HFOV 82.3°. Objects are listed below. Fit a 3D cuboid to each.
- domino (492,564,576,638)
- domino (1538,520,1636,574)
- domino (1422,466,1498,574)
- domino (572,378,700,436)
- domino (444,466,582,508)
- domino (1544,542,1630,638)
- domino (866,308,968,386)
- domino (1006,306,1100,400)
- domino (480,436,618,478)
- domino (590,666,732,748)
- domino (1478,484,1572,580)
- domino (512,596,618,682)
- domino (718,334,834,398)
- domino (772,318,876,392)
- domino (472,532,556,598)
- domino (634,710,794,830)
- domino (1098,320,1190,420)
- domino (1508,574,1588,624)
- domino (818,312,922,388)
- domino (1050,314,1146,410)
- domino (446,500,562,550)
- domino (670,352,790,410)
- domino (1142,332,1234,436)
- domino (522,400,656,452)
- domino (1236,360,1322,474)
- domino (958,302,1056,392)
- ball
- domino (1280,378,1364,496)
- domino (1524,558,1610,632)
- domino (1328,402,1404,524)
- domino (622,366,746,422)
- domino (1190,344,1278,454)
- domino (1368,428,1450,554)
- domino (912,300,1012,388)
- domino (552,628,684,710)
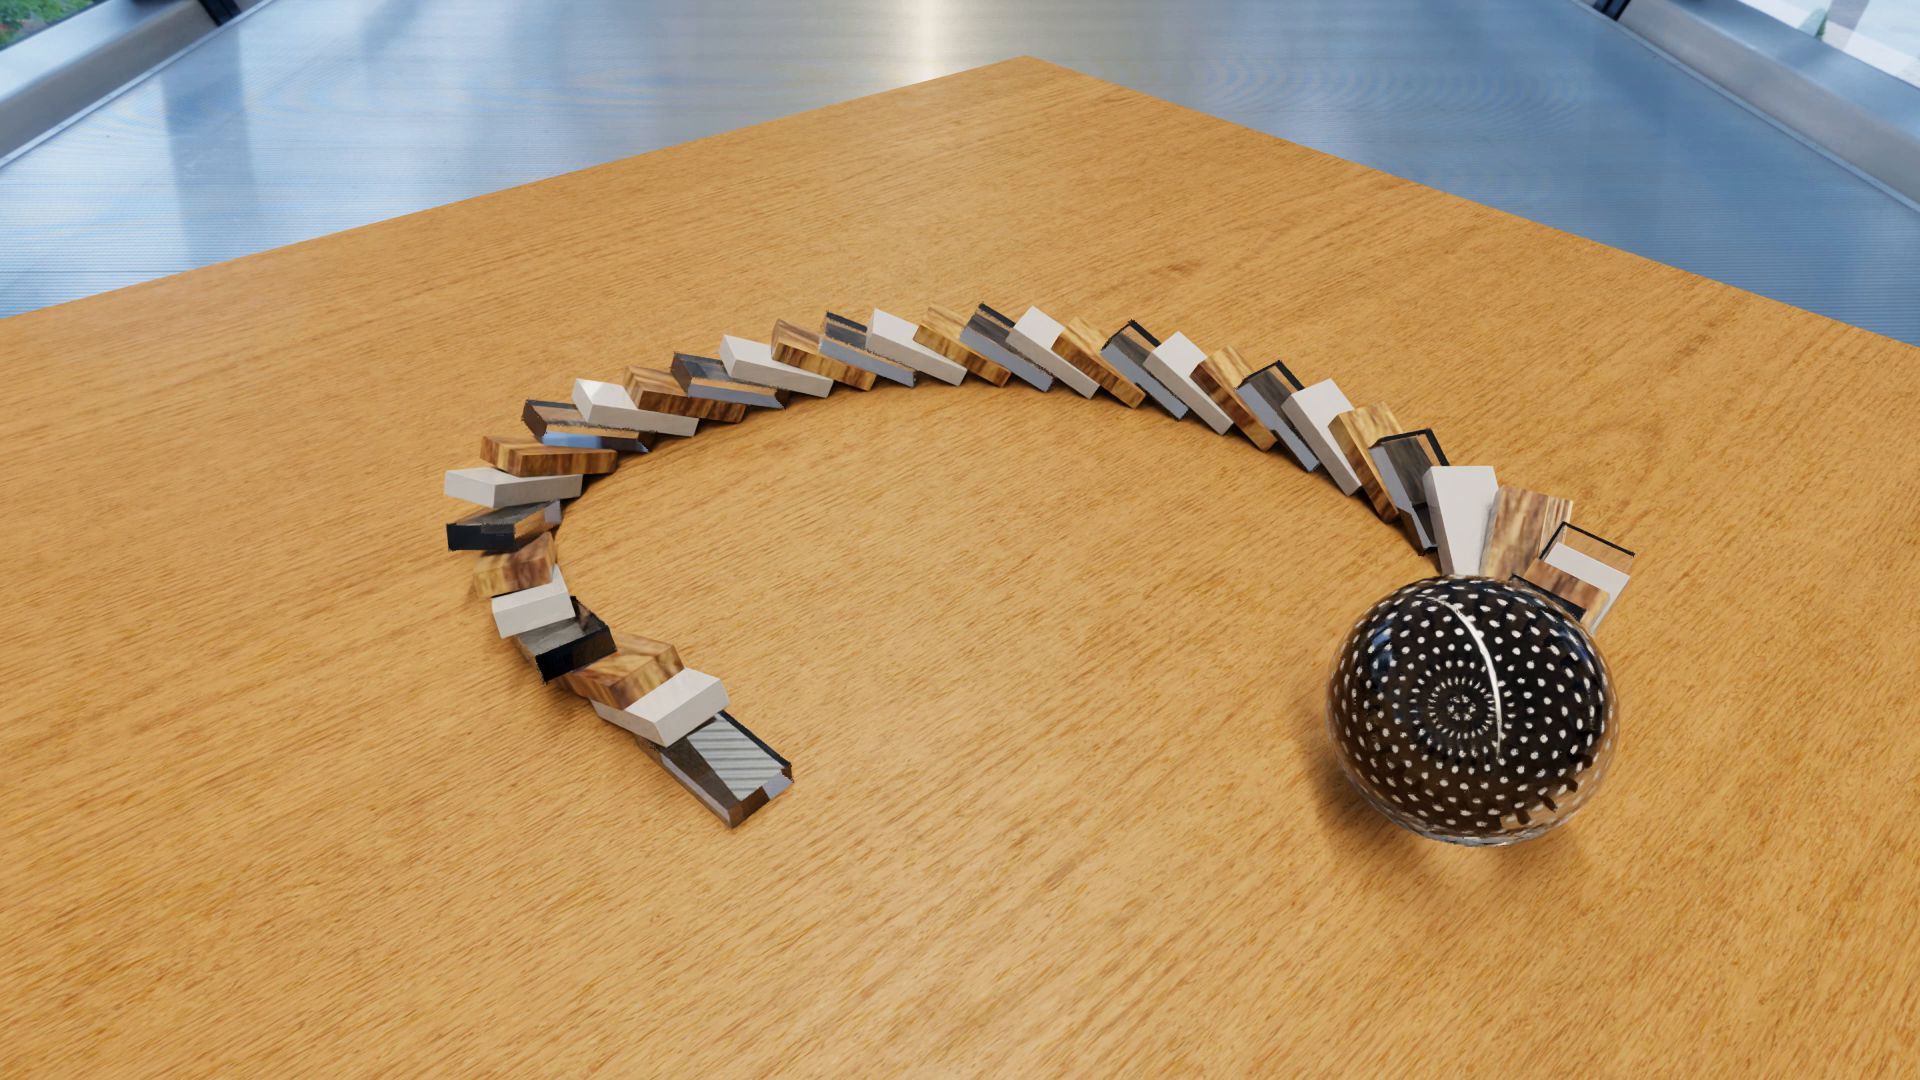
[{"bbox_3d":[-0.156,0.021,0.401,0.025,0.009,0.050,-18,17,-20],"label":"domino"},{"bbox_3d":[0.214,0.021,0.392,0.025,0.009,0.050,34,95,34],"label":"domino"},{"bbox_3d":[0.201,-0.005,0.433,0.025,0.009,0.050,-1,64,-1],"label":"domino"},{"bbox_3d":[-0.147,-0.060,0.500,0.050,0.010,0.025,4,30,-40],"label":"domino"},{"bbox_3d":[-0.183,-0.023,0.453,0.025,0.009,0.050,14,13,19],"label":"domino"},{"bbox_3d":[0.206,0.029,0.383,0.025,0.010,0.050,35,95,34],"label":"domino"},{"bbox_3d":[-0.021,-0.095,0.543,0.050,0.009,0.025,20,36,-16],"label":"domino"},{"bbox_3d":[0.049,-0.092,0.540,0.050,0.009,0.025,35,45,1],"label":"domino"},{"bbox_3d":[-0.175,-0.036,0.470,0.025,0.009,0.050,23,16,26],"label":"domino"},{"bbox_3d":[-0.100,0.052,0.364,0.025,0.010,0.050,-35,26,-34],"label":"domino"},{"bbox_3d":[0.212,0.006,0.414,0.025,0.009,0.050,15,75,13],"label":"domino"},{"bbox_3d":[-0.141,0.034,0.387,0.025,0.010,0.050,-24,21,-27],"label":"domino"},{"bbox_3d":[-0.088,-0.083,0.529,0.050,0.010,0.025,9,32,-32],"label":"domino"},{"bbox_3d":[-0.067,-0.091,0.538,0.050,0.009,0.025,16,34,-22],"label":"domino"},{"bbox_3d":[-0.168,0.009,0.416,0.025,0.010,0.050,-13,15,-15],"label":"domino"},{"bbox_3d":[-0.081,0.070,0.358,0.050,0.009,0.025,30,48,31],"label":"domino"},{"bbox_3d":[0.094,-0.082,0.527,0.050,0.010,0.025,42,50,8],"label":"domino"},{"bbox_3d":[0.185,0.039,0.370,0.025,0.010,0.050,34,95,34],"label":"domino"},{"bbox_3d":[-0.044,-0.094,0.542,0.050,0.009,0.025,18,35,-19],"label":"domino"},{"bbox_3d":[0.071,-0.087,0.533,0.050,0.009,0.025,36,46,2],"label":"domino"},{"bbox_3d":[-0.179,-0.006,0.434,0.025,0.009,0.050,-1,13,-1],"label":"domino"},{"bbox_3d":[-0.108,-0.075,0.519,0.050,0.009,0.025,4,31,-38],"label":"domino"},{"bbox_3d":[0.113,-0.074,0.518,0.050,0.009,0.025,44,52,9],"label":"domino"},{"bbox_3d":[-0.164,-0.050,0.488,0.050,0.009,0.025,1,29,-45],"label":"domino"},{"bbox_3d":[0.150,-0.056,0.496,0.025,0.010,0.050,-28,72,-30],"label":"domino"},{"bbox_3d":[0.026,-0.095,0.544,0.050,0.010,0.025,31,42,-4],"label":"domino"},{"bbox_3d":[0.150,0.050,0.327,0.080,0.080,0.080,0,39,0],"label":"ball"},{"bbox_3d":[0.166,-0.045,0.482,0.025,0.009,0.050,-22,70,-25],"label":"domino"},{"bbox_3d":[0.196,0.034,0.376,0.025,0.010,0.050,34,95,34],"label":"domino"},{"bbox_3d":[0.181,-0.033,0.468,0.025,0.010,0.050,-16,68,-18],"label":"domino"},{"bbox_3d":[-0.128,-0.067,0.509,0.050,0.009,0.025,4,31,-38],"label":"domino"},{"bbox_3d":[0.132,-0.066,0.507,0.025,0.010,0.050,-33,75,-34],"label":"domino"},{"bbox_3d":[0.191,-0.020,0.452,0.025,0.010,0.050,-11,67,-13],"label":"domino"},{"bbox_3d":[0.004,-0.097,0.546,0.050,0.010,0.025,28,40,-7],"label":"domino"},{"bbox_3d":[-0.118,0.043,0.375,0.050,0.010,0.025,5,32,46],"label":"domino"}]
